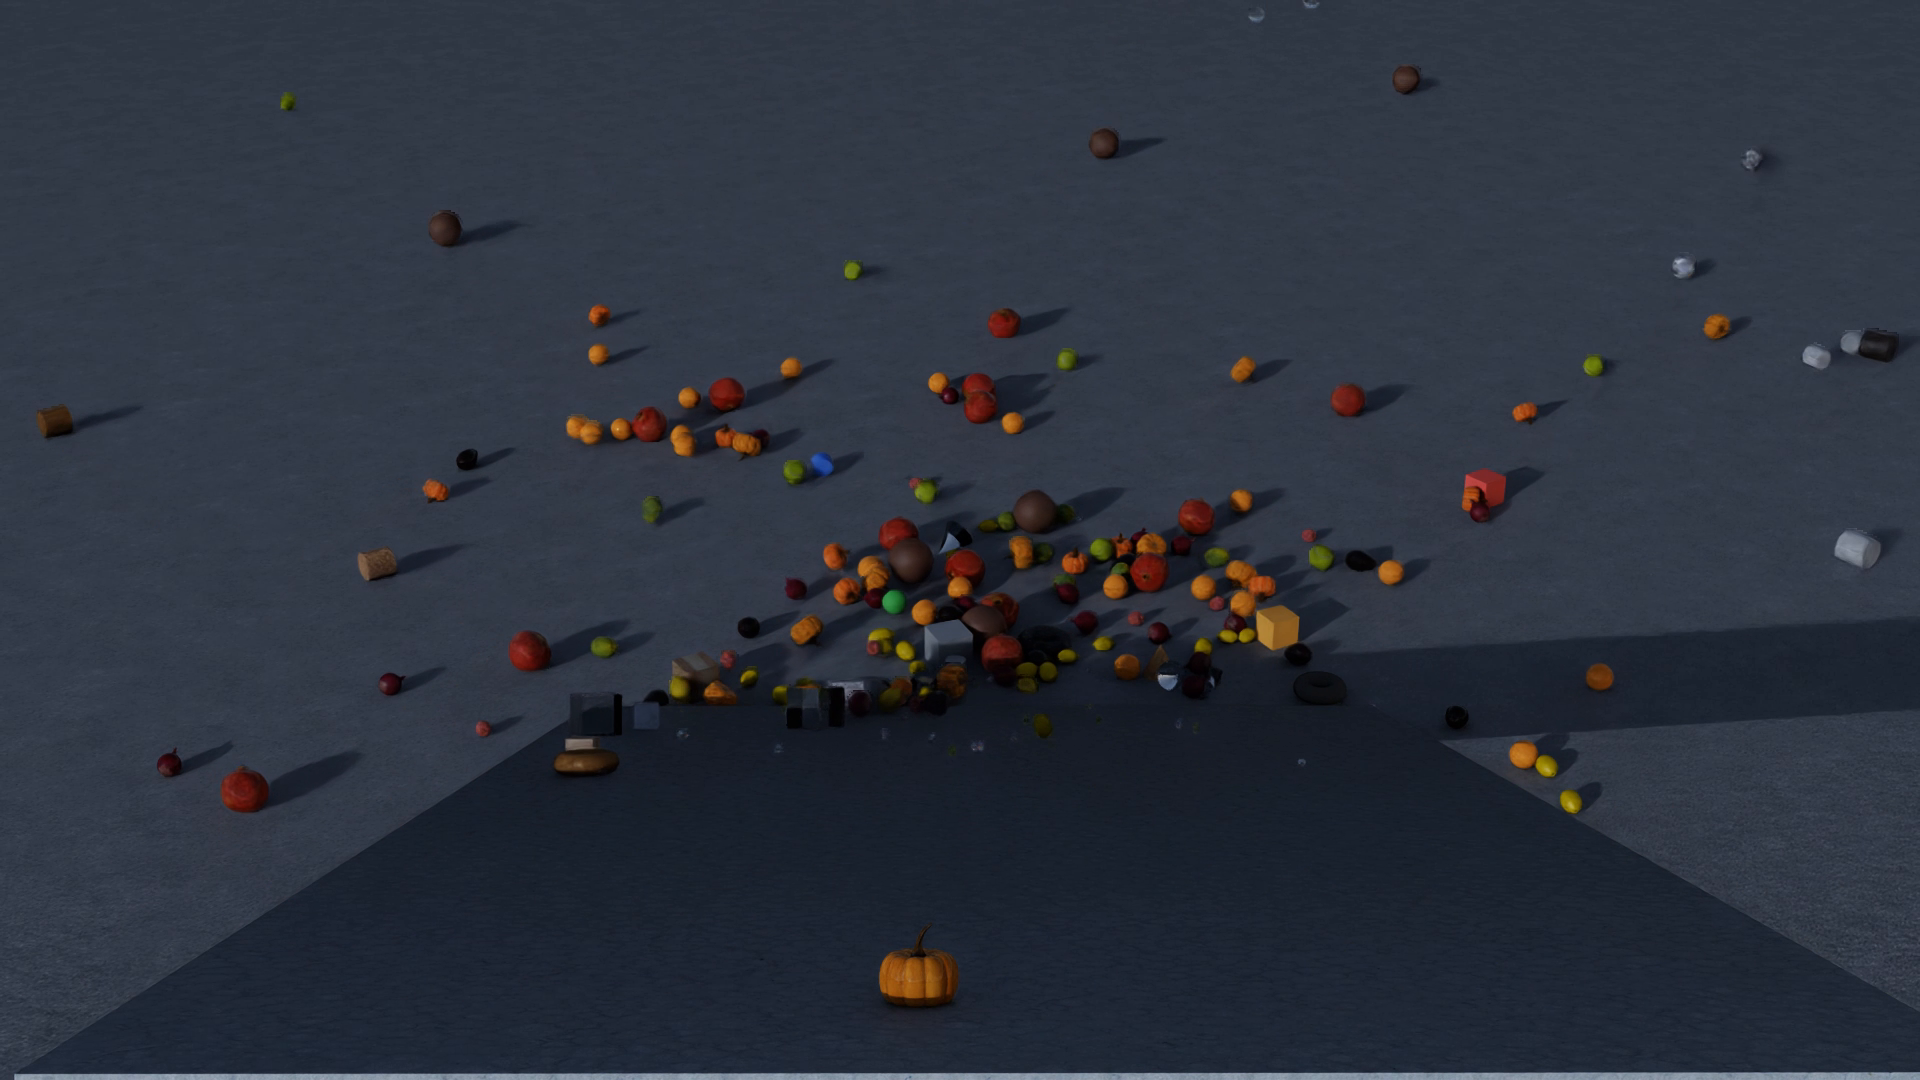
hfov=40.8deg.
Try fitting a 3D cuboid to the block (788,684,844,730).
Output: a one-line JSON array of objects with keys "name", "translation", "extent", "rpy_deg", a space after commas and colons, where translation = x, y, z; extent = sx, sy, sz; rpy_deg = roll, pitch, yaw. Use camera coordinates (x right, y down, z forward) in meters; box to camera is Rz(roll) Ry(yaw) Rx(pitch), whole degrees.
[{"name": "block", "translation": [-0.335, 0.390, 6.010], "extent": [0.095, 0.095, 0.095], "rpy_deg": [1, 2, 37]}]

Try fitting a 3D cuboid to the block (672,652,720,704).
[{"name": "block", "translation": [-0.694, 0.362, 6.792], "extent": [0.091, 0.091, 0.091], "rpy_deg": [-16, 30, -30]}]

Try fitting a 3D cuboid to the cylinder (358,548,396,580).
[{"name": "cylinder", "translation": [-1.676, 0.069, 7.417], "extent": [0.082, 0.082, 0.082], "rpy_deg": [-11, 27, -36]}]

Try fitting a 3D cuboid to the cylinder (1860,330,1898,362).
[{"name": "cylinder", "translation": [3.187, -0.673, 8.951], "extent": [0.096, 0.096, 0.096], "rpy_deg": [19, 31, 35]}]

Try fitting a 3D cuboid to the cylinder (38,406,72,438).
[{"name": "cylinder", "translation": [-2.933, -0.382, 8.359], "extent": [0.084, 0.084, 0.084], "rpy_deg": [-19, 31, -34]}]

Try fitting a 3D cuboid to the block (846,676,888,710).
[{"name": "block", "translation": [-0.235, 0.386, 6.513], "extent": [0.075, 0.075, 0.075], "rpy_deg": [1, 2, 35]}]

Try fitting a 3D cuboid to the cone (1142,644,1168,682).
[{"name": "cone", "translation": [0.535, 0.317, 6.887], "extent": [0.091, 0.091, 0.091], "rpy_deg": [0, 26, 0]}]

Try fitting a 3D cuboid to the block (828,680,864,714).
[{"name": "block", "translation": [-0.281, 0.388, 6.372], "extent": [0.080, 0.080, 0.080], "rpy_deg": [0, 2, -9]}]

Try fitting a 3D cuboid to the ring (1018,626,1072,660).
[{"name": "ring", "translation": [0.229, 0.279, 7.017], "extent": [0.148, 0.049, 0.148], "rpy_deg": [1, 25, -1]}]

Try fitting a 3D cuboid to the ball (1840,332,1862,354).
[{"name": "ball", "translation": [3.113, -0.687, 9.001], "extent": [0.080, 0.080, 0.080], "rpy_deg": [0, 26, 0]}]

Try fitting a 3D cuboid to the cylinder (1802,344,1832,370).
[{"name": "cylinder", "translation": [2.956, -0.631, 8.897], "extent": [0.067, 0.067, 0.067], "rpy_deg": [-13, 28, -25]}]

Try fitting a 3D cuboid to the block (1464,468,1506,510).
[{"name": "block", "translation": [1.605, -0.157, 7.886], "extent": [0.086, 0.086, 0.086], "rpy_deg": [-18, 31, -33]}]

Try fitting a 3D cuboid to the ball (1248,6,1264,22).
[{"name": "ball", "translation": [1.516, -2.687, 13.180], "extent": [0.084, 0.084, 0.084], "rpy_deg": [0, 26, 0]}]

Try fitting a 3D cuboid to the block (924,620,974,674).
[{"name": "block", "translation": [-0.030, 0.287, 6.941], "extent": [0.100, 0.100, 0.100], "rpy_deg": [-10, 27, -20]}]

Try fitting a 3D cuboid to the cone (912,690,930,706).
[{"name": "cone", "translation": [-0.111, 0.429, 6.728], "extent": [0.057, 0.057, 0.057], "rpy_deg": [8, 53, 16]}]

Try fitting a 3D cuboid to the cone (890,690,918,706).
[{"name": "cone", "translation": [-0.158, 0.406, 6.698], "extent": [0.067, 0.067, 0.067], "rpy_deg": [34, 19, -17]}]

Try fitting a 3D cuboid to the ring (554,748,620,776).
[{"name": "ring", "translation": [-0.740, 0.441, 5.108], "extent": [0.130, 0.043, 0.130], "rpy_deg": [-1, 2, 0]}]

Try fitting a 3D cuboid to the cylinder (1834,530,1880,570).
[{"name": "cylinder", "translation": [2.609, 0.027, 7.494], "extent": [0.090, 0.090, 0.090], "rpy_deg": [-19, 31, -34]}]

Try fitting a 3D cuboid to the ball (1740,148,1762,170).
[{"name": "ball", "translation": [3.352, -1.612, 10.924], "extent": [0.090, 0.090, 0.090], "rpy_deg": [0, 26, 0]}]

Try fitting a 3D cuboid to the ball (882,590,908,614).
[{"name": "ball", "translation": [-0.182, 0.174, 7.210], "extent": [0.070, 0.070, 0.070], "rpy_deg": [0, 26, 0]}]

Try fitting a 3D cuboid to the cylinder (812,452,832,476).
[{"name": "cylinder", "translation": [-0.433, -0.237, 8.083], "extent": [0.059, 0.059, 0.059], "rpy_deg": [-5, 26, -11]}]

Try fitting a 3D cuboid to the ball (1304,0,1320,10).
[{"name": "ball", "translation": [1.830, -2.806, 13.432], "extent": [0.081, 0.081, 0.081], "rpy_deg": [0, 26, 0]}]

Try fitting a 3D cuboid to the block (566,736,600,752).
[{"name": "block", "translation": [-0.765, 0.430, 5.236], "extent": [0.057, 0.057, 0.057], "rpy_deg": [0, 2, 8]}]

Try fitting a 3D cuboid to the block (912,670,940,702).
[{"name": "block", "translation": [-0.090, 0.384, 6.787], "extent": [0.056, 0.056, 0.056], "rpy_deg": [13, 29, 26]}]

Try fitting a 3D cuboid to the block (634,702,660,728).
[{"name": "block", "translation": [-0.732, 0.408, 6.021], "extent": [0.058, 0.058, 0.058], "rpy_deg": [0, 2, -7]}]

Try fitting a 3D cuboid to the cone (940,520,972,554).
[{"name": "cone", "translation": [-0.031, 0.009, 7.587], "extent": [0.096, 0.096, 0.096], "rpy_deg": [23, 61, 40]}]

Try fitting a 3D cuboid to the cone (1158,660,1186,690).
[{"name": "cone", "translation": [0.580, 0.362, 6.858], "extent": [0.080, 0.080, 0.080], "rpy_deg": [18, 5, 33]}]

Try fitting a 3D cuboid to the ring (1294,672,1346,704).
[{"name": "ring", "translation": [0.947, 0.389, 6.789], "extent": [0.139, 0.046, 0.139], "rpy_deg": [0, 24, 0]}]

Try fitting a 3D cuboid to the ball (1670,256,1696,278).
[{"name": "ball", "translation": [2.720, -1.027, 9.703], "extent": [0.089, 0.089, 0.089], "rpy_deg": [0, 26, 0]}]

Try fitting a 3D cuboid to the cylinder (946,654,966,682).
[{"name": "cylinder", "translation": [-0.012, 0.343, 6.874], "extent": [0.055, 0.055, 0.055], "rpy_deg": [0, 26, 0]}]

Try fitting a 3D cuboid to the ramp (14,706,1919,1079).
[{"name": "ramp", "translation": [0.058, 0.526, 4.564], "extent": [2.000, 0.100, 4.000], "rpy_deg": [0, 2, 0]}]

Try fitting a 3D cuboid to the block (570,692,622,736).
[{"name": "block", "translation": [-0.826, 0.395, 5.861], "extent": [0.093, 0.093, 0.093], "rpy_deg": [-1, 2, -25]}]

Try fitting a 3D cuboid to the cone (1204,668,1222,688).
[{"name": "cone", "translation": [0.674, 0.374, 6.847], "extent": [0.050, 0.050, 0.050], "rpy_deg": [0, 52, -1]}]

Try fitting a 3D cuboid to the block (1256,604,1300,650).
[{"name": "block", "translation": [0.868, 0.239, 7.059], "extent": [0.083, 0.083, 0.083], "rpy_deg": [-13, 28, -25]}]
